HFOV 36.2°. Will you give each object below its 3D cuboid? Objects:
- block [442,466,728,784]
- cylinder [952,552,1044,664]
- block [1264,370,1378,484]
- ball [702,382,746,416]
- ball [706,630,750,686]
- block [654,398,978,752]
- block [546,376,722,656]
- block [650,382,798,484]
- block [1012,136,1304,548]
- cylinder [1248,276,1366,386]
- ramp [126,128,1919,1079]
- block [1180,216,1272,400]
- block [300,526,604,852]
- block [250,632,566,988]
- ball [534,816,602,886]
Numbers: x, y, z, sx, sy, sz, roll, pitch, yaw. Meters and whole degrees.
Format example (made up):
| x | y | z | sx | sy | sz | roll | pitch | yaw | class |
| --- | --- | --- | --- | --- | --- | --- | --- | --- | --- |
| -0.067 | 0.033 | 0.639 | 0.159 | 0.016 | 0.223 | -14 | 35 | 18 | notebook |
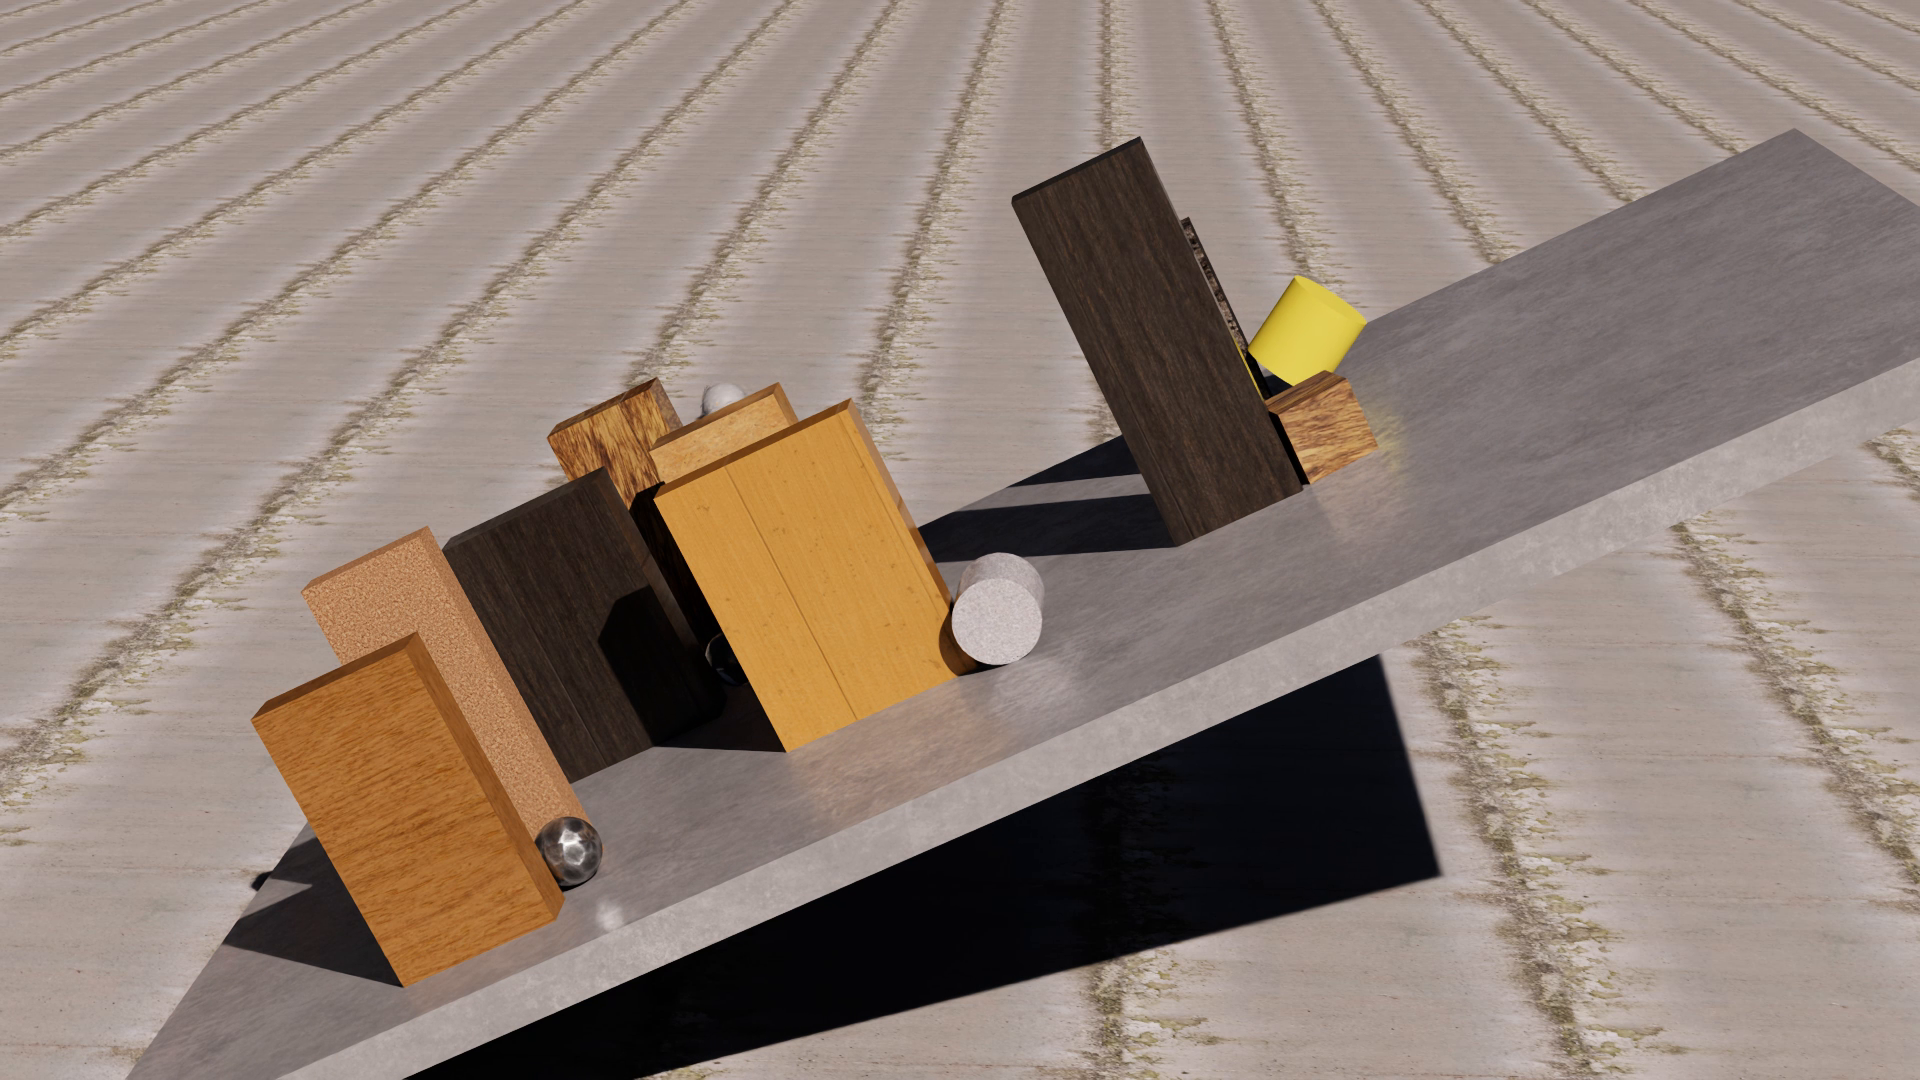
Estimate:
| x | y | z | sx | sy | sz | roll | pitch | yaw | class |
| --- | --- | --- | --- | --- | --- | --- | --- | --- | --- |
| -0.830 | 0.192 | 6.513 | 0.389 | 0.596 | 0.126 | -24 | 13 | 9 | block |
| 0.078 | 0.137 | 5.905 | 0.179 | 0.179 | 0.179 | 1 | 16 | 3 | cylinder |
| 0.741 | -0.235 | 6.095 | 0.161 | 0.161 | 0.161 | -28 | 13 | -4 | block |
| -0.935 | -0.534 | 11.695 | 0.188 | 0.188 | 0.188 | 0 | 16 | 0 | ball |
| -0.506 | 0.262 | 6.632 | 0.137 | 0.137 | 0.137 | 0 | 16 | 0 | ball |
| -0.285 | 0.074 | 5.937 | 0.432 | 0.591 | 0.100 | -24 | 13 | 9 | block |
| -0.704 | -0.033 | 7.019 | 0.274 | 0.646 | 0.134 | -24 | 13 | 9 | block |
| -0.429 | -0.032 | 6.673 | 0.312 | 0.563 | 0.121 | -24 | 13 | 9 | block |
| 0.404 | -0.399 | 5.985 | 0.285 | 0.790 | 0.088 | -24 | 13 | 9 | block |
| 0.784 | -0.463 | 6.645 | 0.194 | 0.194 | 0.194 | 30 | 17 | -10 | cylinder |
| 0.137 | 0.168 | 6.282 | 4.000 | 0.100 | 2.000 | -24 | 13 | 9 | ramp |
| 0.471 | -0.446 | 6.730 | 0.337 | 0.471 | 0.141 | -24 | 13 | 9 | block |
| -1.005 | 0.363 | 5.859 | 0.265 | 0.751 | 0.083 | -24 | 13 | 9 | block |
| -1.060 | 0.522 | 5.671 | 0.336 | 0.608 | 0.110 | -24 | 13 | 9 | block |
| -0.774 | 0.614 | 5.805 | 0.138 | 0.138 | 0.138 | 0 | 16 | 0 | ball |
